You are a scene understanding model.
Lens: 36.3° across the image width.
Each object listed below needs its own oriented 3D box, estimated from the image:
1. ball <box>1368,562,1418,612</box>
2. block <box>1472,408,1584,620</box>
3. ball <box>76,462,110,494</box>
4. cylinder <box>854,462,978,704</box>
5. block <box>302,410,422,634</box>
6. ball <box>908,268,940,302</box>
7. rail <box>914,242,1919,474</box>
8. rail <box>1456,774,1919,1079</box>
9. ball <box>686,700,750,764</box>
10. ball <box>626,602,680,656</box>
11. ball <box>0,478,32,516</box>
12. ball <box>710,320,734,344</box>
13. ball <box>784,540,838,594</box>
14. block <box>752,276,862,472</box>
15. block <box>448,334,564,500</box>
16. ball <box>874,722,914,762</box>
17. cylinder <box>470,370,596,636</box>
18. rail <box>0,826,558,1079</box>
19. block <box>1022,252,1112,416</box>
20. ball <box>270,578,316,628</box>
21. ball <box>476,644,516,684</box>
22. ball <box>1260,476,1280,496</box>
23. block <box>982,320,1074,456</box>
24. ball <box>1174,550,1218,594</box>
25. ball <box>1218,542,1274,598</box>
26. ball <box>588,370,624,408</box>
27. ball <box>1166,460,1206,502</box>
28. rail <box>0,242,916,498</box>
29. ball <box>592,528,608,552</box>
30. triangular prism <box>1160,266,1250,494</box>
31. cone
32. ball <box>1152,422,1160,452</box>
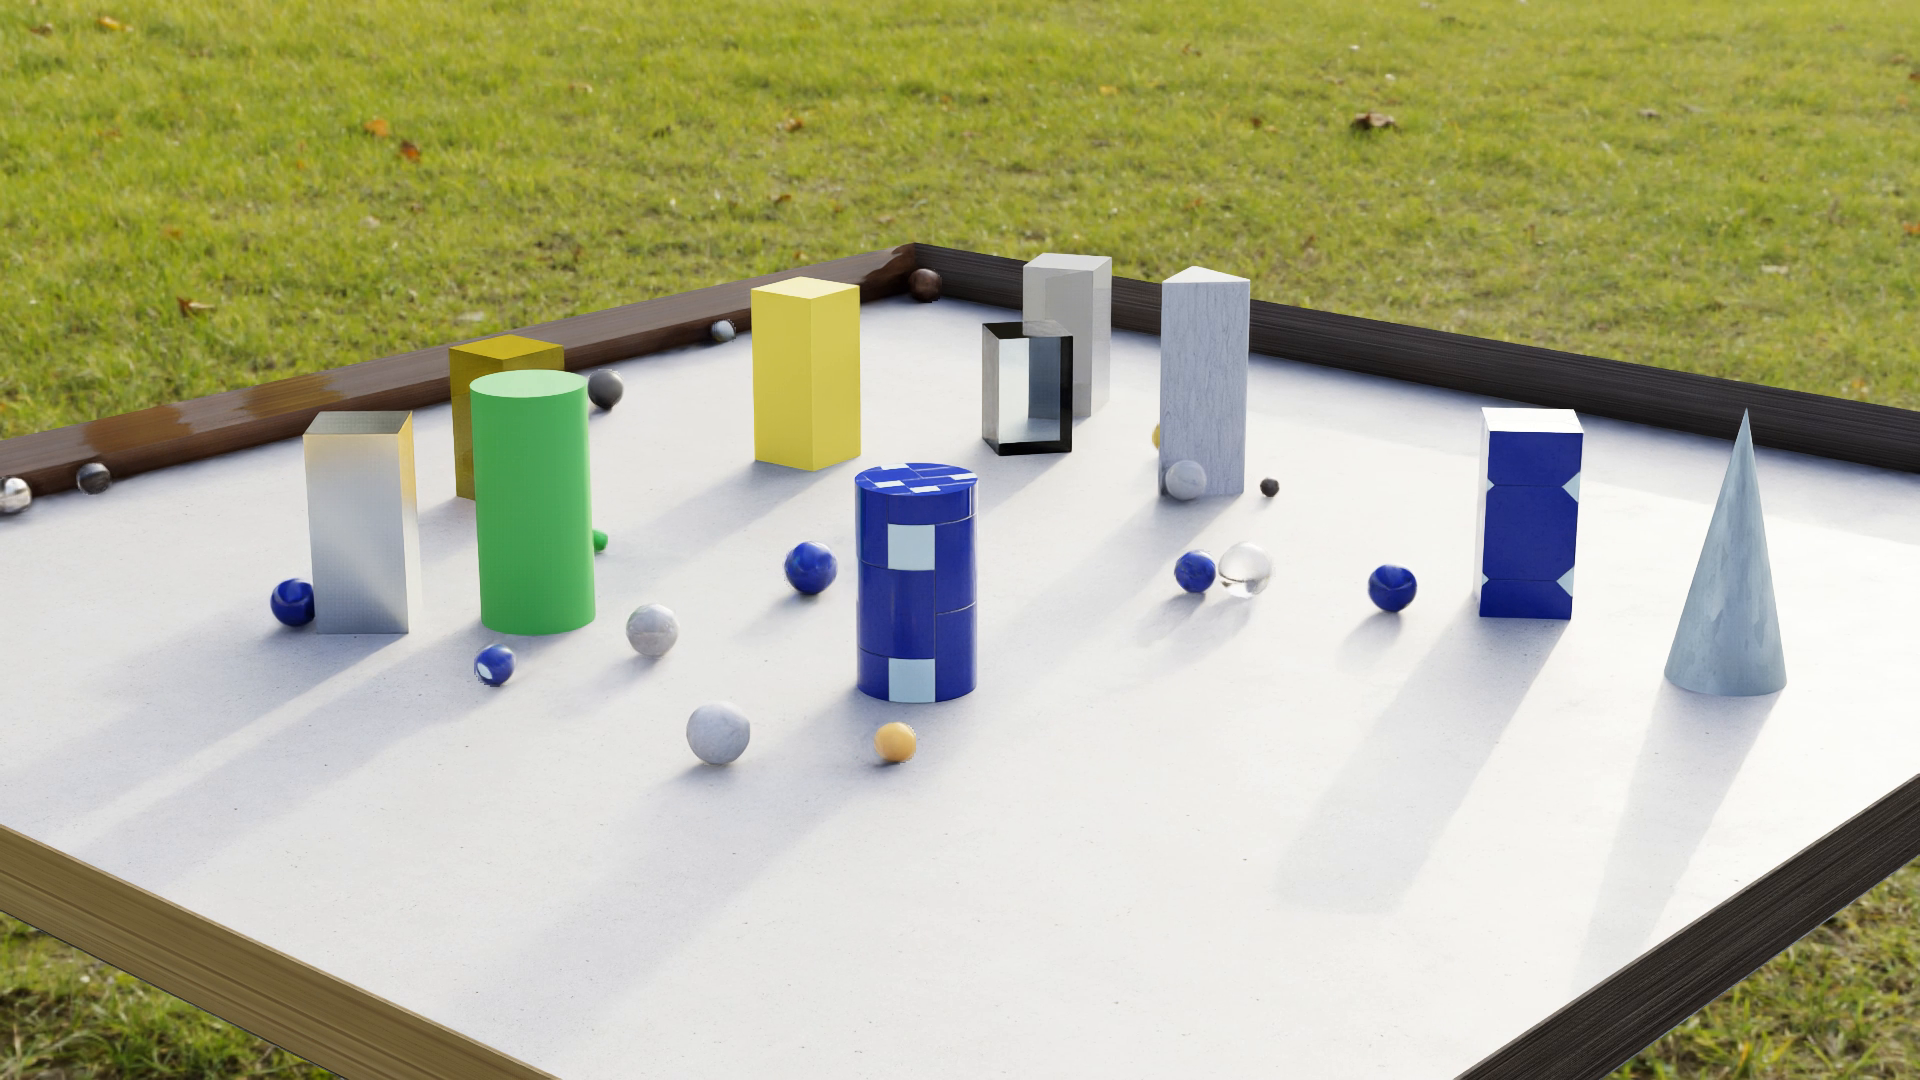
[{"bbox_3d":[0.742,0.080,5.030,0.087,0.087,0.087,0,17,0],"label":"ball"},{"bbox_3d":[0.972,-0.046,5.029,0.155,0.329,0.155,1,17,5],"label":"block"},{"bbox_3d":[-1.695,-0.121,5.737,0.064,0.064,0.064,0,17,0],"label":"ball"},{"bbox_3d":[-0.069,0.066,4.640,0.194,0.339,0.194,0,17,0],"label":"cylinder"},{"bbox_3d":[-1.005,-0.030,4.946,0.155,0.347,0.155,0,17,-2],"label":"block"},{"bbox_3d":[-0.091,-0.646,7.442,0.085,0.085,0.085,0,17,0],"label":"ball"},{"bbox_3d":[1.198,-0.367,6.441,3.523,0.126,0.045,14,22,39],"label":"rail"},{"bbox_3d":[1.312,0.361,4.029,0.045,0.126,3.702,14,22,39],"label":"rail"},{"bbox_3d":[-0.358,0.284,4.339,0.095,0.095,0.095,0,17,0],"label":"ball"},{"bbox_3d":[-0.503,0.147,4.805,0.088,0.088,0.088,0,17,0],"label":"ball"},{"bbox_3d":[-1.809,-0.084,5.597,0.073,0.073,0.073,0,17,0],"label":"ball"},{"bbox_3d":[-0.567,-0.496,6.995,0.055,0.055,0.055,0,17,0],"label":"ball"},{"bbox_3d":[-0.260,0.047,5.126,0.094,0.094,0.094,0,17,0],"label":"ball"},{"bbox_3d":[-0.311,-0.339,5.956,0.155,0.354,0.155,12,21,35],"label":"block"},{"bbox_3d":[-0.875,-0.231,5.699,0.155,0.296,0.155,14,21,38],"label":"block"},{"bbox_3d":[-0.097,0.300,4.348,0.060,0.060,0.060,0,17,0],"label":"ball"},{"bbox_3d":[-0.720,-0.065,4.949,0.194,0.411,0.194,0,17,0],"label":"cylinder"},{"bbox_3d":[-1.198,0.430,3.799,3.523,0.126,0.045,14,22,39],"label":"rail"},{"bbox_3d":[0.233,-0.447,6.374,0.155,0.321,0.155,5,18,17],"label":"block"},{"bbox_3d":[-1.123,0.106,4.953,0.083,0.083,0.083,0,17,0],"label":"ball"},{"bbox_3d":[-0.740,0.198,4.677,0.064,0.064,0.064,0,17,0],"label":"ball"},{"bbox_3d":[0.605,-0.105,5.724,0.040,0.040,0.040,0,17,0],"label":"ball"},{"bbox_3d":[0.138,-0.316,6.067,0.155,0.246,0.155,-4,17,-12],"label":"block"},{"bbox_3d":[0.412,0.056,5.130,0.075,0.075,0.075,0,17,0],"label":"ball"},{"bbox_3d":[0.497,0.052,5.105,0.097,0.097,0.097,0,17,0],"label":"ball"},{"bbox_3d":[-0.773,-0.329,6.395,0.081,0.081,0.081,0,17,0],"label":"ball"},{"bbox_3d":[0.439,-0.115,5.689,0.080,0.080,0.080,0,17,0],"label":"ball"},{"bbox_3d":[-1.312,-0.298,6.211,0.045,0.126,3.702,14,22,39],"label":"rail"},{"bbox_3d":[-0.666,0.001,5.368,0.044,0.044,0.044,0,17,0],"label":"ball"},{"bbox_3d":[0.467,-0.314,5.754,0.168,0.424,0.145,-2,17,-5],"label":"triangular prism"},{"bbox_3d":[1.232,0.005,4.655,0.194,0.448,0.194,0,17,0],"label":"cone"},{"bbox_3d":[0.433,-0.210,6.006,0.079,0.079,0.079,0,17,0],"label":"ball"}]
